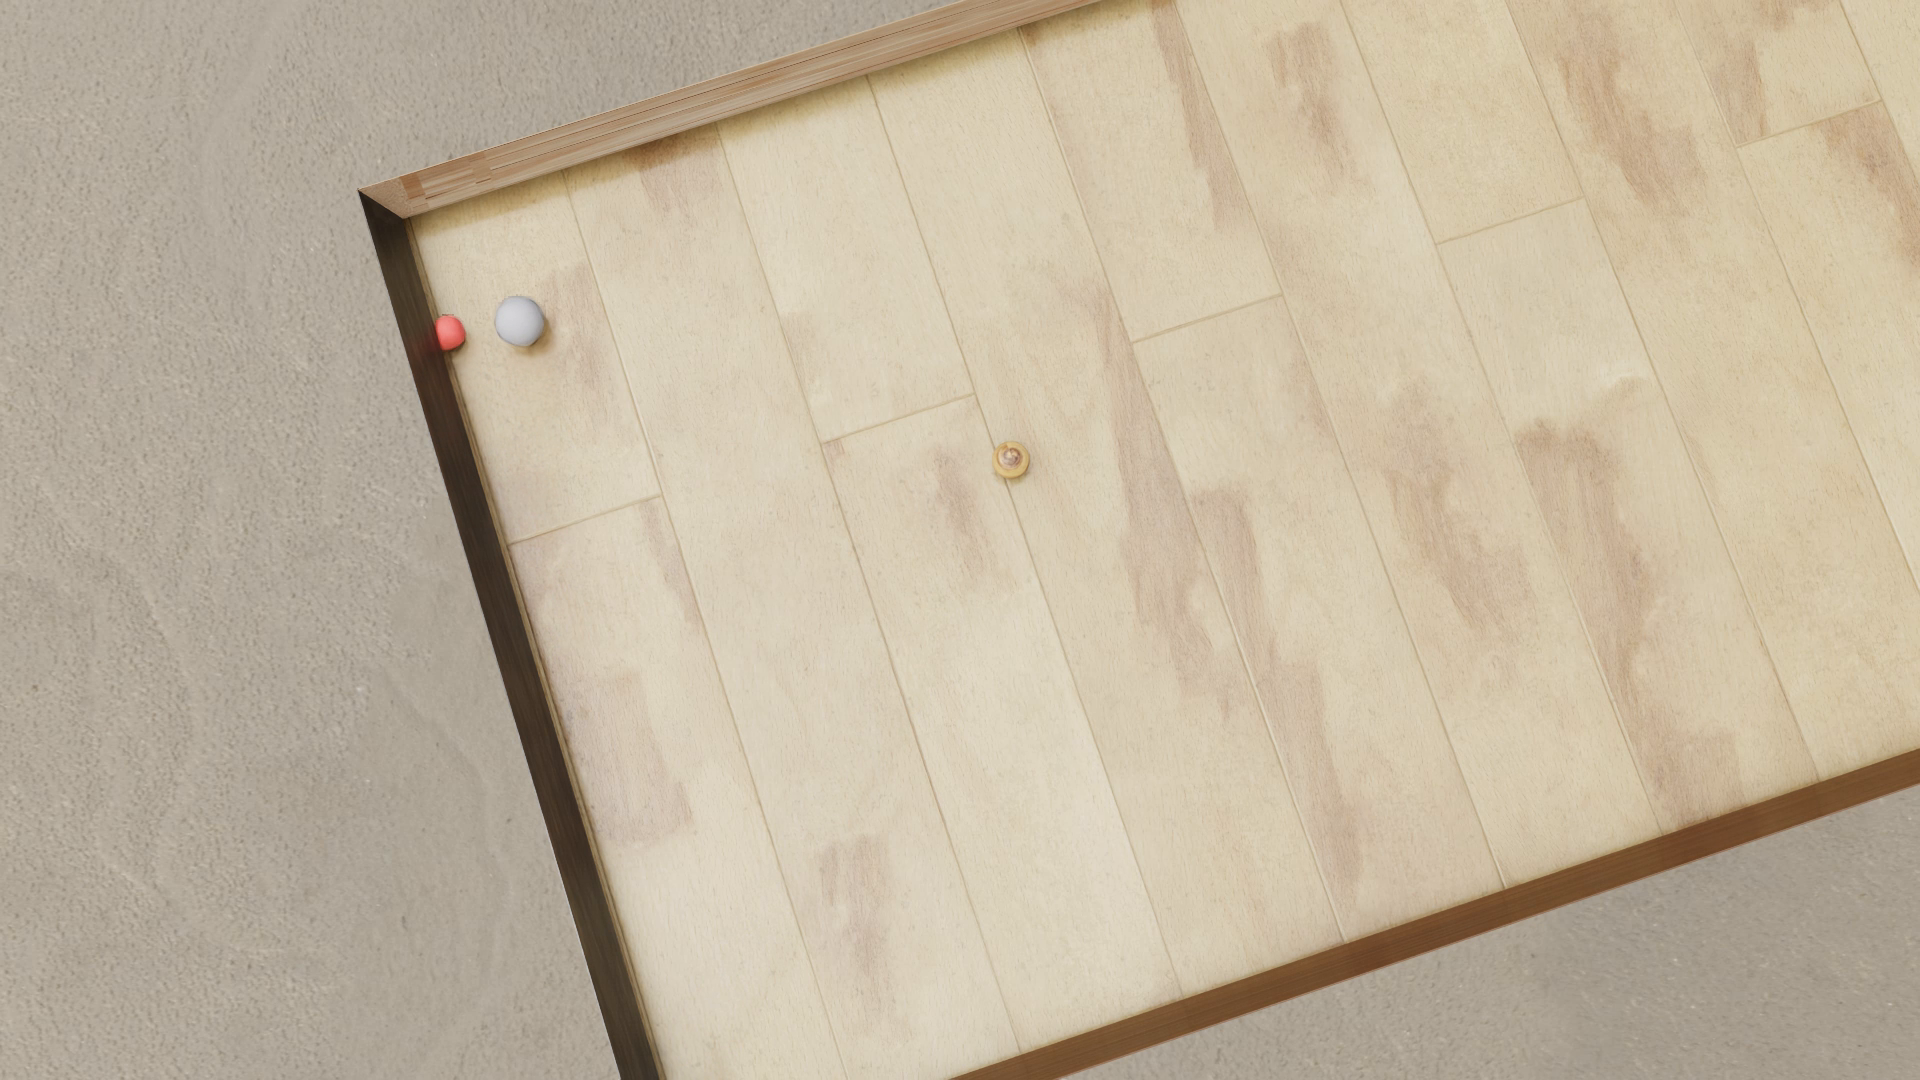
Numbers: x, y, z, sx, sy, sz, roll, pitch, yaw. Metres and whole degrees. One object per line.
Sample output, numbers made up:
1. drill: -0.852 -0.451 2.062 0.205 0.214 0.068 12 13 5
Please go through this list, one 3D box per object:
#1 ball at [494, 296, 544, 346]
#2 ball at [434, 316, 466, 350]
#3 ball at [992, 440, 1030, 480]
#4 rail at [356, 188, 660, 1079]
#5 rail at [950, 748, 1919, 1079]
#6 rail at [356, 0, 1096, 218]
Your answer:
1. ball: -0.670 -0.332 3.346 0.075 0.075 0.075 0 80 0
2. ball: -0.781 -0.316 3.356 0.051 0.051 0.051 0 80 0
3. ball: 0.077 -0.121 3.316 0.058 0.058 0.058 0 80 0
4. rail: -0.641 0.206 3.232 0.045 0.103 1.570 -18 80 -3
5. rail: 0.903 0.490 3.180 2.796 0.103 0.045 -18 80 -3
6. rail: 0.423 -0.931 3.441 2.796 0.103 0.045 -18 80 -3
